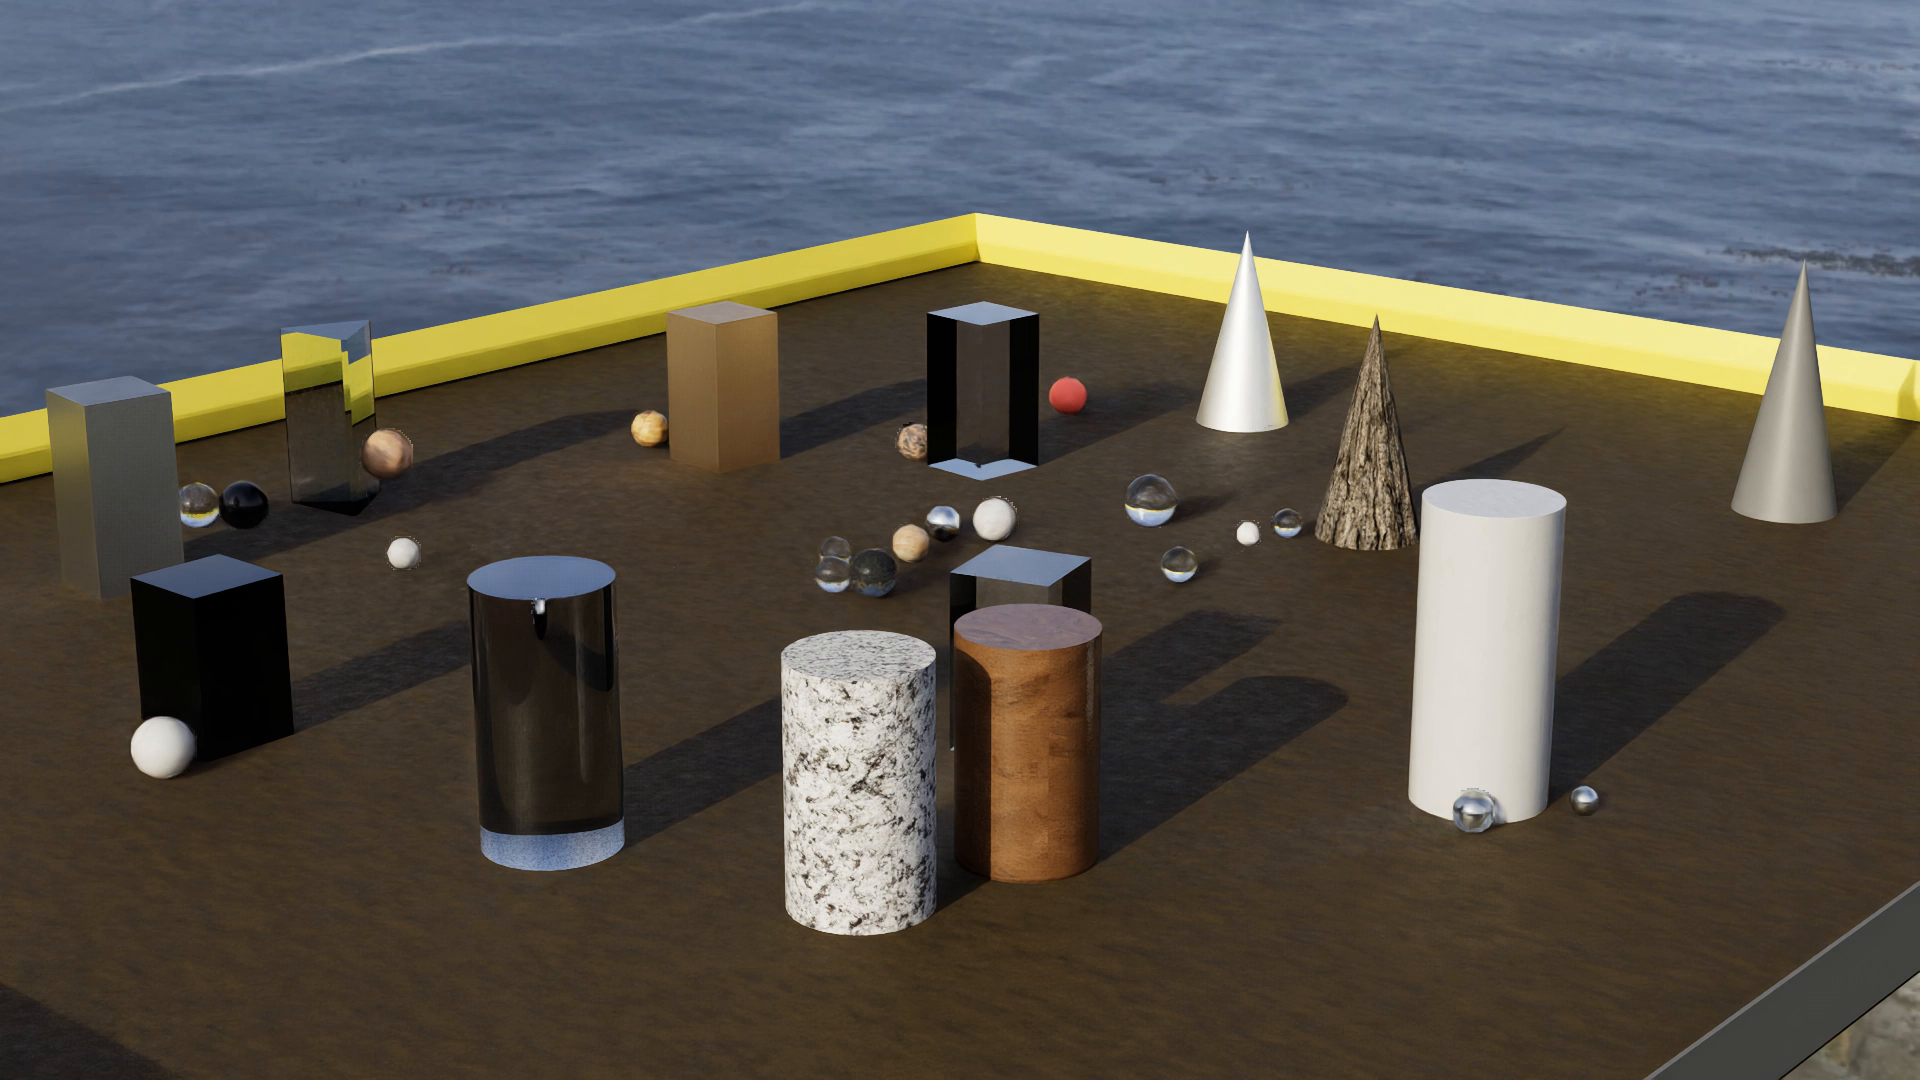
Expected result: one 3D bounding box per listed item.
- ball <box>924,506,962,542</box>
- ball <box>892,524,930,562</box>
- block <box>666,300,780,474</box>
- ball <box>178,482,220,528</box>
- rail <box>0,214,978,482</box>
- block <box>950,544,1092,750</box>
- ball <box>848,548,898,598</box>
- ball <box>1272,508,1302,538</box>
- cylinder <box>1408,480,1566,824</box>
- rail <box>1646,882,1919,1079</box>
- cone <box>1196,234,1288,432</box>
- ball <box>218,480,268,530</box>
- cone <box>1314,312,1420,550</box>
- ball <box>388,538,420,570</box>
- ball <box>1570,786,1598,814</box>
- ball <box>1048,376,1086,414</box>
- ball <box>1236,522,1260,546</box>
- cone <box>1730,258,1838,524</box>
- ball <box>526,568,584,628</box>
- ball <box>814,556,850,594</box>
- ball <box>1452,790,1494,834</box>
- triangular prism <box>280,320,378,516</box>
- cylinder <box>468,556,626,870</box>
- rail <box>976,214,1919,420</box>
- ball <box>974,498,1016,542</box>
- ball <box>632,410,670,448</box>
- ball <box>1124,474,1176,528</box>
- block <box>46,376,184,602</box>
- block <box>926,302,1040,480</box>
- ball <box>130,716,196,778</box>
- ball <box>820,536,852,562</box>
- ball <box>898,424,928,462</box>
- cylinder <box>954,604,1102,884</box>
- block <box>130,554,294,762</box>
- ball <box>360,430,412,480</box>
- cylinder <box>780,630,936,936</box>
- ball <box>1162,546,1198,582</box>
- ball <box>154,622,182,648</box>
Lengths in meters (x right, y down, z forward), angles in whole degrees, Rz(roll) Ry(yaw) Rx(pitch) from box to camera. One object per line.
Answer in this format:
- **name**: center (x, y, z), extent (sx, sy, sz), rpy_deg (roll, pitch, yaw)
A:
- **ball**: center (-0.031, -0.031, 5.442), extent (0.067, 0.067, 0.067), rpy_deg (0, 17, 0)
- **ball**: center (-0.089, 0.006, 5.316), extent (0.068, 0.068, 0.068), rpy_deg (0, 17, 0)
- **block**: center (-0.481, -0.312, 5.960), extent (0.159, 0.307, 0.159), rpy_deg (-15, 22, -41)
- **ball**: center (-1.437, -0.065, 5.523), extent (0.085, 0.085, 0.085), rpy_deg (0, 17, 0)
- **rail**: center (-1.429, -0.325, 6.308), extent (0.045, 0.129, 4.541), rpy_deg (14, 22, 39)
- **block**: center (0.091, 0.171, 4.404), extent (0.159, 0.279, 0.159), rpy_deg (8, 19, 25)
- **ball**: center (-0.152, 0.058, 5.114), extent (0.086, 0.086, 0.086), rpy_deg (0, 17, 0)
- **ball**: center (0.610, -0.031, 5.464), extent (0.054, 0.054, 0.054), rpy_deg (0, 17, 0)
- **cylinder**: center (0.746, 0.156, 4.159), extent (0.199, 0.448, 0.199), rpy_deg (0, 17, 0)
- **rail**: center (1.429, 0.390, 3.932), extent (0.045, 0.129, 4.541), rpy_deg (14, 22, 39)
- **cone**: center (0.607, -0.455, 6.250), extent (0.199, 0.414, 0.199), rpy_deg (0, 17, 0)
- **ball**: center (-1.348, -0.065, 5.514), extent (0.092, 0.092, 0.092), rpy_deg (0, 17, 0)
- **cone**: center (0.763, -0.214, 5.427), extent (0.199, 0.426, 0.199), rpy_deg (0, 17, 0)
- **ball**: center (-1.001, 0.024, 5.276), extent (0.057, 0.057, 0.057), rpy_deg (0, 17, 0)
- **ball**: center (0.885, 0.369, 4.158), extent (0.041, 0.041, 0.041), rpy_deg (0, 17, 0)
- **ball**: center (0.233, -0.312, 6.349), extent (0.082, 0.082, 0.082), rpy_deg (0, 17, 0)
- **ball**: center (0.532, -0.011, 5.416), extent (0.044, 0.044, 0.044), rpy_deg (0, 17, 0)
- **cone**: center (1.589, -0.296, 5.584), extent (0.199, 0.492, 0.199), rpy_deg (0, 17, 0)
- **ball**: center (-0.684, 0.097, 4.959), extent (0.100, 0.100, 0.100), rpy_deg (0, 17, 0)
- **ball**: center (-0.222, 0.061, 5.141), extent (0.064, 0.064, 0.064), rpy_deg (0, 17, 0)
- **ball**: center (0.717, 0.379, 4.093), extent (0.059, 0.059, 0.059), rpy_deg (0, 17, 0)
- **triangular prism**: center (-1.186, -0.243, 5.664), extent (0.172, 0.345, 0.149), rpy_deg (11, 20, 33)
- **cylinder**: center (-0.564, 0.235, 4.008), extent (0.199, 0.386, 0.199), rpy_deg (0, 17, 0)
- **rail**: center (1.473, -0.457, 6.744), extent (3.832, 0.129, 0.045), rpy_deg (14, 22, 39)
- **ball**: center (0.064, -0.037, 5.440), extent (0.080, 0.080, 0.080), rpy_deg (0, 17, 0)
- **ball**: center (-0.643, -0.230, 6.083), extent (0.078, 0.078, 0.078), rpy_deg (0, 17, 0)
- **ball**: center (0.359, -0.074, 5.528), extent (0.099, 0.099, 0.099), rpy_deg (0, 17, 0)
- **block**: center (-1.484, -0.093, 5.157), extent (0.159, 0.350, 0.159), rpy_deg (-14, 22, -38)
- **block**: center (0.046, -0.302, 5.909), extent (0.159, 0.317, 0.159), rpy_deg (-15, 22, -41)
- **ball**: center (-1.166, 0.303, 4.290), extent (0.092, 0.092, 0.092), rpy_deg (0, 17, 0)
- **ball**: center (-0.224, 0.023, 5.277), extent (0.058, 0.058, 0.058), rpy_deg (0, 17, 0)
- **ball**: center (-0.089, -0.198, 5.975), extent (0.076, 0.076, 0.076), rpy_deg (0, 17, 0)
- **cylinder**: center (0.091, 0.274, 3.975), extent (0.199, 0.330, 0.199), rpy_deg (0, 17, 0)
- **block**: center (-1.128, 0.176, 4.426), extent (0.159, 0.256, 0.159), rpy_deg (14, 22, 39)
- **ball**: center (-1.101, -0.163, 5.624), extent (0.096, 0.096, 0.096), rpy_deg (0, 17, 0)
- **cylinder**: center (-0.130, 0.313, 3.814), extent (0.199, 0.347, 0.199), rpy_deg (0, 17, 0)
- **ball**: center (0.388, 0.044, 5.200), extent (0.064, 0.064, 0.064), rpy_deg (0, 17, 0)
- **ball**: center (-1.312, 0.157, 4.855), extent (0.045, 0.045, 0.045), rpy_deg (0, 17, 0)
